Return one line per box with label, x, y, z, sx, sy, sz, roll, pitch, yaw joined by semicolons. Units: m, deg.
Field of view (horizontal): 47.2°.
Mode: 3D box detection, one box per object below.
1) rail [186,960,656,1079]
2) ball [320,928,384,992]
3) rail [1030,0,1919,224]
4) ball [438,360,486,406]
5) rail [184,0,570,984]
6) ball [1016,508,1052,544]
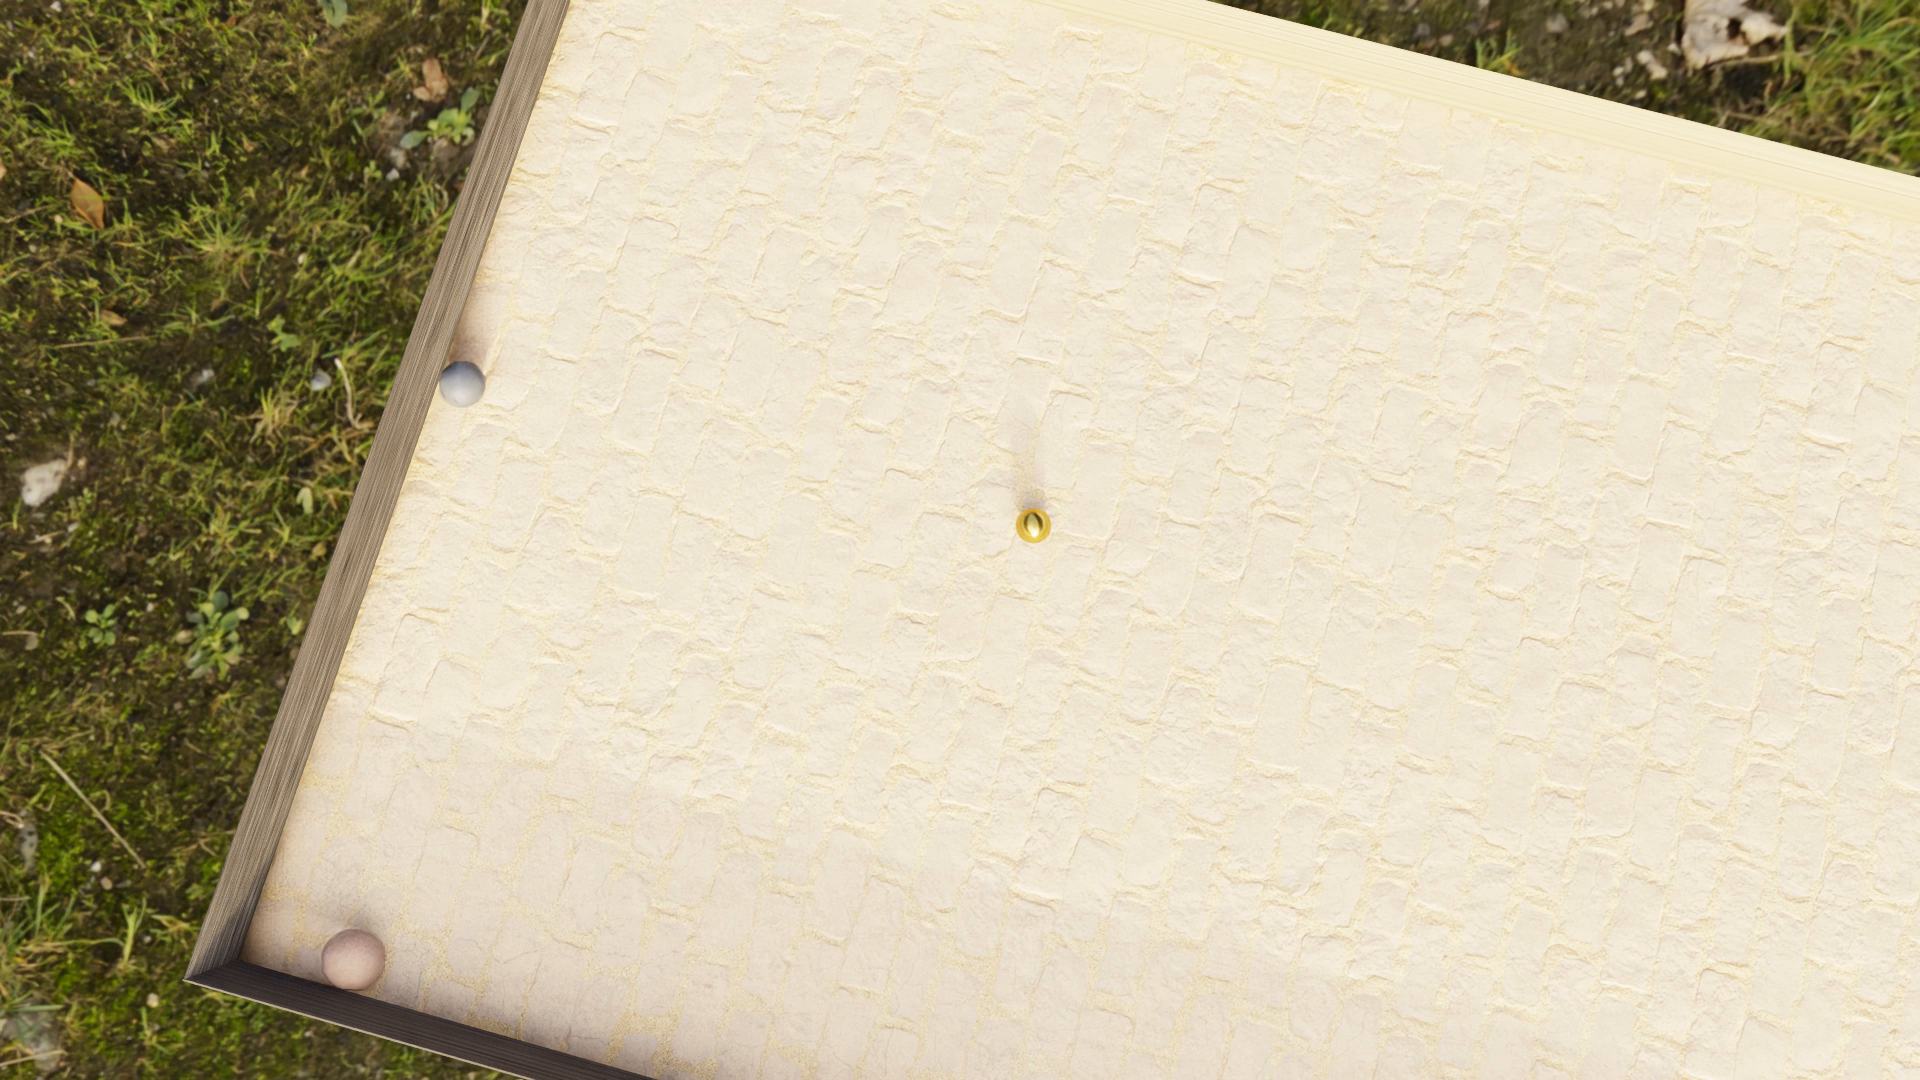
rail;0.611;1.064;3.044;3.523;0.116;0.045;15;77;4
ball;-0.876;0.606;3.171;0.089;0.089;0.089;0;76;0
rail;1.088;-0.625;3.459;3.523;0.116;0.045;15;77;4
ball;-0.767;-0.241;3.389;0.071;0.071;0.071;0;76;0
rail;-0.827;-0.227;3.361;0.045;0.116;1.851;15;77;4
ball;0.112;-0.022;3.343;0.055;0.055;0.055;0;76;0
